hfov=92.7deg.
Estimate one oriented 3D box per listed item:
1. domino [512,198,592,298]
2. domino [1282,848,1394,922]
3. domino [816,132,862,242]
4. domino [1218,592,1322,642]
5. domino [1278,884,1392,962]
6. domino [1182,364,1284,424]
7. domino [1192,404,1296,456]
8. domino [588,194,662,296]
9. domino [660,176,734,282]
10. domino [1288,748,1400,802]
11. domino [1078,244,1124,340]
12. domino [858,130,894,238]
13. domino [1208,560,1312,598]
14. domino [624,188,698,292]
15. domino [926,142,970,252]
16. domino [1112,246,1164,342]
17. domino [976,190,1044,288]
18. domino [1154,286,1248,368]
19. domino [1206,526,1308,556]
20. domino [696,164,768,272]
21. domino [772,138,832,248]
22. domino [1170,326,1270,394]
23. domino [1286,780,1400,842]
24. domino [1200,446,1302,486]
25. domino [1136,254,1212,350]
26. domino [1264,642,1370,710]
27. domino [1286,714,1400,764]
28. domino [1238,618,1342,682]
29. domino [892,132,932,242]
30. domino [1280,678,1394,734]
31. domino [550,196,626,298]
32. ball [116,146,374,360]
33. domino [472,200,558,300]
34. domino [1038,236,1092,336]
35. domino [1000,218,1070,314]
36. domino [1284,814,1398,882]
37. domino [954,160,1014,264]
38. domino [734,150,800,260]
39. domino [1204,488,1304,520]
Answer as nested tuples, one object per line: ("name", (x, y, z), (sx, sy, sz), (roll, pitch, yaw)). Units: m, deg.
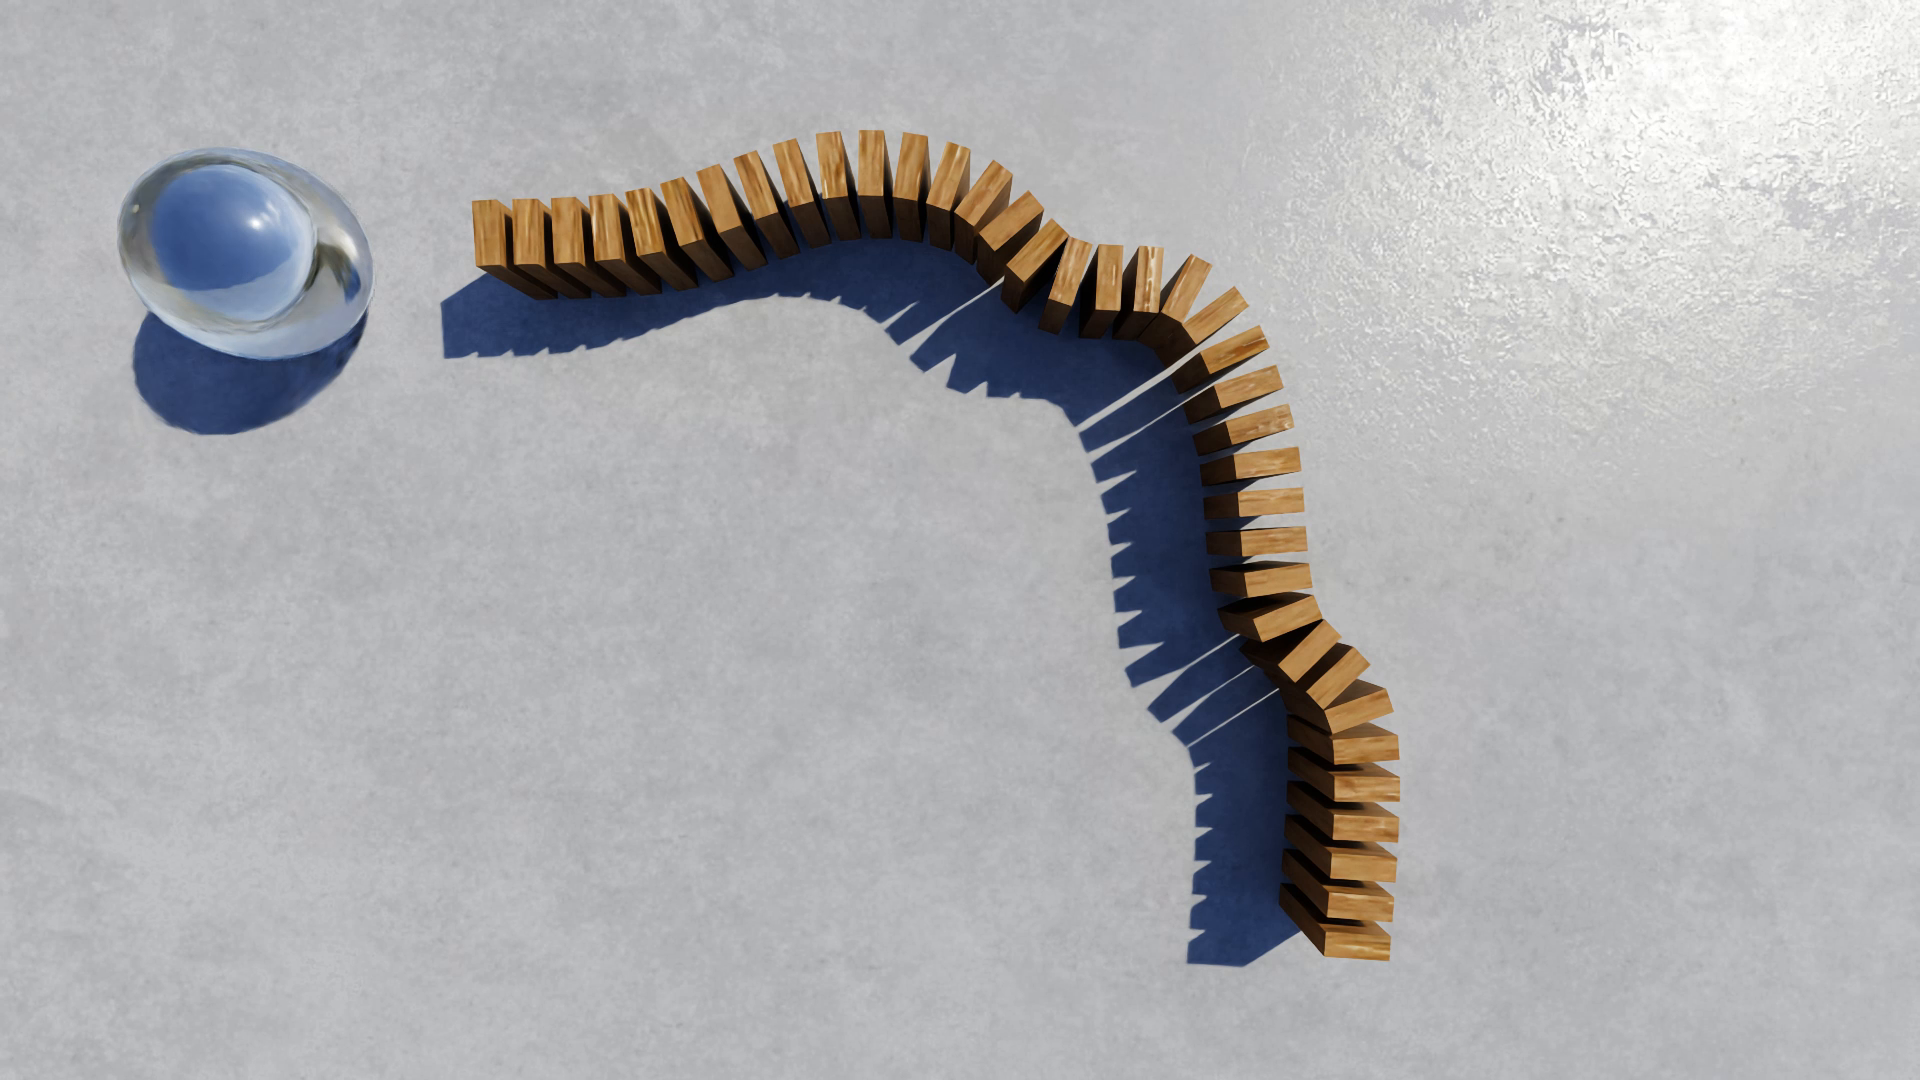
("domino", (-0.166, -0.118, 0.375), (0.009, 0.050, 0.025), (-1, 90, 0))
("domino", (0.153, 0.140, 0.375), (0.025, 0.050, 0.010), (5, 90, 0))
("domino", (-0.049, -0.143, 0.375), (0.010, 0.050, 0.025), (-6, 90, 0))
("domino", (0.125, 0.030, 0.375), (0.025, 0.050, 0.009), (-22, 90, 0))
("domino", (0.152, 0.155, 0.375), (0.025, 0.050, 0.009), (4, 90, 0))
("domino", (0.110, -0.059, 0.375), (0.025, 0.050, 0.010), (-18, 90, 0))
("domino", (0.115, -0.044, 0.375), (0.025, 0.050, 0.010), (-16, 90, 0))
("domino", (-0.136, -0.120, 0.375), (0.009, 0.050, 0.025), (-6, 90, 0))
("domino", (-0.106, -0.126, 0.375), (0.010, 0.050, 0.025), (-18, 90, 0))
("domino", (0.156, 0.095, 0.375), (0.025, 0.050, 0.009), (1, 90, 0))
("domino", (0.057, -0.100, 0.375), (0.009, 0.050, 0.025), (3, 90, 0))
("domino", (-0.034, -0.144, 0.375), (0.010, 0.050, 0.025), (1, 90, 0))
("domino", (0.122, 0.015, 0.375), (0.025, 0.050, 0.009), (-9, 90, 0))
("domino", (-0.121, -0.122, 0.375), (0.009, 0.050, 0.025), (-11, 90, 0))
("domino", (-0.004, -0.139, 0.375), (0.009, 0.050, 0.025), (19, 90, 0))
("domino", (0.072, -0.100, 0.375), (0.009, 0.050, 0.025), (5, 90, 0))
("domino", (0.020, -0.122, 0.375), (0.025, 0.050, 0.010), (-41, 90, 0))
("domino", (0.098, -0.086, 0.375), (0.025, 0.050, 0.010), (-36, 90, 0))
("domino", (0.120, 0.000, 0.375), (0.025, 0.050, 0.010), (-5, 90, 0))
("domino", (-0.092, -0.130, 0.375), (0.010, 0.050, 0.025), (-20, 90, 0))
("domino", (-0.064, -0.140, 0.375), (0.009, 0.050, 0.025), (-16, 90, 0))
("domino", (0.105, -0.073, 0.375), (0.025, 0.050, 0.009), (-24, 90, 0))
("domino", (0.155, 0.110, 0.375), (0.025, 0.050, 0.009), (3, 90, 0))
("domino", (0.118, -0.030, 0.375), (0.025, 0.050, 0.009), (-7, 90, 0))
("domino", (0.087, -0.096, 0.375), (0.009, 0.050, 0.025), (27, 90, 0))
("domino", (0.145, 0.053, 0.375), (0.025, 0.050, 0.010), (-43, 90, 0))
("domino", (0.155, 0.080, 0.375), (0.025, 0.050, 0.009), (-4, 90, 0))
("domino", (0.134, 0.042, 0.375), (0.025, 0.050, 0.009), (-45, 90, 0))
("domino", (-0.019, -0.143, 0.375), (0.010, 0.050, 0.025), (9, 90, 0))
("domino", (0.153, 0.065, 0.375), (0.025, 0.050, 0.010), (-20, 90, 0))
("domino", (-0.151, -0.118, 0.375), (0.010, 0.050, 0.025), (-3, 90, 0))
("ball", (-0.277, -0.111, 0.360), (0.080, 0.080, 0.080), (0, 90, 0))
("domino", (-0.181, -0.117, 0.375), (0.009, 0.050, 0.025), (-4, 90, 0))
("domino", (0.042, -0.103, 0.375), (0.009, 0.050, 0.025), (19, 90, 0))
("domino", (0.030, -0.111, 0.375), (0.009, 0.050, 0.025), (44, 90, 0))
("domino", (0.154, 0.125, 0.375), (0.025, 0.050, 0.010), (4, 90, 0))
("domino", (0.009, -0.133, 0.375), (0.010, 0.050, 0.025), (37, 90, 0))
("domino", (-0.078, -0.136, 0.375), (0.009, 0.050, 0.025), (-19, 90, 0))
("domino", (0.119, -0.015, 0.375), (0.025, 0.050, 0.010), (-4, 90, 0))
